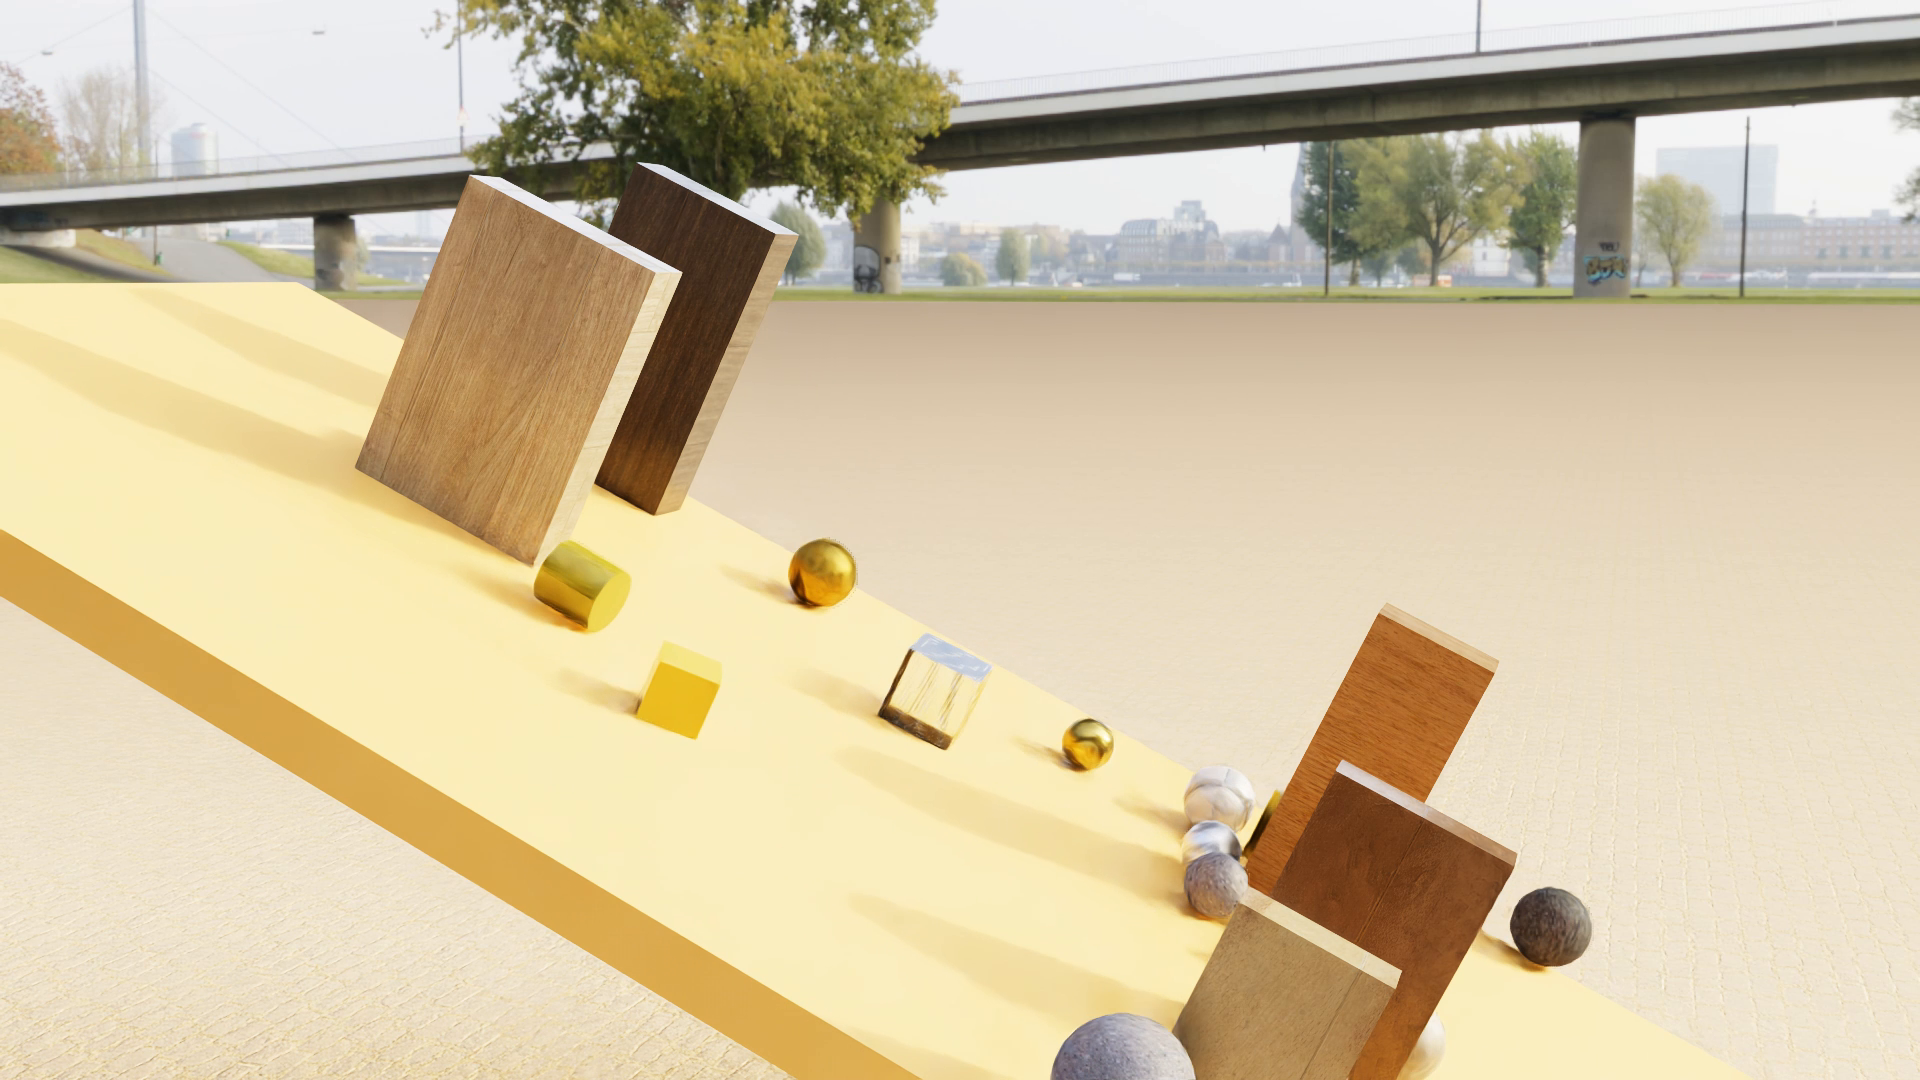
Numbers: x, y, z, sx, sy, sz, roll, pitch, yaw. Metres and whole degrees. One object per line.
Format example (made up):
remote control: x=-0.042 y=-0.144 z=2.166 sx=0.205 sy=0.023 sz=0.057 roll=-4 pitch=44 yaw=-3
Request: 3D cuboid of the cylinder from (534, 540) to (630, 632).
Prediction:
cylinder: x=-0.715 y=0.087 z=4.162 sx=0.130 sy=0.130 sz=0.130 roll=29 pitch=16 yaw=16

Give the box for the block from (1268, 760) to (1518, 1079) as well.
block: x=0.652 y=0.662 z=3.621 sx=0.317 sy=0.503 sz=0.086 roll=28 pitch=14 yaw=12

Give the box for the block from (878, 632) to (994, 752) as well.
block: x=-0.048 y=0.306 z=4.458 sx=0.158 sy=0.158 sz=0.158 roll=27 pitch=14 yaw=7

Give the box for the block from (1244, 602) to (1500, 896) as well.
block: x=0.778 y=0.469 z=4.256 sx=0.240 sy=0.648 sz=0.141 roll=28 pitch=14 yaw=12

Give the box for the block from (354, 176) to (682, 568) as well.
block: x=-0.880 y=-0.334 z=4.360 sx=0.435 sy=0.641 sz=0.122 roll=28 pitch=14 yaw=12

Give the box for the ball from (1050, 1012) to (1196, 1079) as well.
ball: x=0.224 y=0.755 z=3.028 sx=0.203 sy=0.203 sz=0.203 roll=0 pitch=7 yaw=0

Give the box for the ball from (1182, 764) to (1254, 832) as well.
ball: x=0.543 y=0.547 z=4.611 sx=0.151 sy=0.151 sz=0.151 roll=0 pitch=7 yaw=0

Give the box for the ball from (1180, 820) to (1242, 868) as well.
ball: x=0.496 y=0.614 z=4.346 sx=0.119 sy=0.119 sz=0.119 roll=0 pitch=7 yaw=0

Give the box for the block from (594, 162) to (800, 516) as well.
block: x=-0.689 y=-0.457 z=5.026 sx=0.371 sy=0.705 sz=0.141 roll=28 pitch=14 yaw=12

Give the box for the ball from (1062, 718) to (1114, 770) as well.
ball: x=0.271 y=0.431 z=4.653 sx=0.111 sy=0.111 sz=0.111 roll=0 pitch=7 yaw=0

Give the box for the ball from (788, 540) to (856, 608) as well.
ball: x=-0.306 y=0.074 z=4.888 sx=0.152 sy=0.152 sz=0.152 roll=0 pitch=7 yaw=0

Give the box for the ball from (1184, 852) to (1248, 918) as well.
ball: x=0.486 y=0.654 z=4.170 sx=0.122 sy=0.122 sz=0.122 roll=0 pitch=7 yaw=0

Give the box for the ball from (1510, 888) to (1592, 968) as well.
ball: x=1.282 y=0.840 z=4.772 sx=0.172 sy=0.172 sz=0.172 roll=0 pitch=7 yaw=0

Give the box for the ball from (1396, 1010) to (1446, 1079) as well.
ball: x=0.767 y=0.866 z=3.811 sx=0.150 sy=0.150 sz=0.150 roll=0 pitch=7 yaw=0

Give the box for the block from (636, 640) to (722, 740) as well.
block: x=-0.498 y=0.266 z=3.907 sx=0.114 sy=0.114 sz=0.114 roll=23 pitch=14 yaw=-11

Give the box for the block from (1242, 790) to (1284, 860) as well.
block: x=0.722 y=0.637 z=4.574 sx=0.159 sy=0.159 sz=0.159 roll=14 pitch=18 yaw=-40

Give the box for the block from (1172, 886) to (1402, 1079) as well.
block: x=0.426 y=0.737 z=3.149 sx=0.243 sy=0.404 sz=0.084 roll=28 pitch=14 yaw=12

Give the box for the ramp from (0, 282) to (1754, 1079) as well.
ramp: x=-0.255 y=0.433 z=4.166 sx=4.000 sy=0.100 sz=2.000 roll=28 pitch=14 yaw=12
